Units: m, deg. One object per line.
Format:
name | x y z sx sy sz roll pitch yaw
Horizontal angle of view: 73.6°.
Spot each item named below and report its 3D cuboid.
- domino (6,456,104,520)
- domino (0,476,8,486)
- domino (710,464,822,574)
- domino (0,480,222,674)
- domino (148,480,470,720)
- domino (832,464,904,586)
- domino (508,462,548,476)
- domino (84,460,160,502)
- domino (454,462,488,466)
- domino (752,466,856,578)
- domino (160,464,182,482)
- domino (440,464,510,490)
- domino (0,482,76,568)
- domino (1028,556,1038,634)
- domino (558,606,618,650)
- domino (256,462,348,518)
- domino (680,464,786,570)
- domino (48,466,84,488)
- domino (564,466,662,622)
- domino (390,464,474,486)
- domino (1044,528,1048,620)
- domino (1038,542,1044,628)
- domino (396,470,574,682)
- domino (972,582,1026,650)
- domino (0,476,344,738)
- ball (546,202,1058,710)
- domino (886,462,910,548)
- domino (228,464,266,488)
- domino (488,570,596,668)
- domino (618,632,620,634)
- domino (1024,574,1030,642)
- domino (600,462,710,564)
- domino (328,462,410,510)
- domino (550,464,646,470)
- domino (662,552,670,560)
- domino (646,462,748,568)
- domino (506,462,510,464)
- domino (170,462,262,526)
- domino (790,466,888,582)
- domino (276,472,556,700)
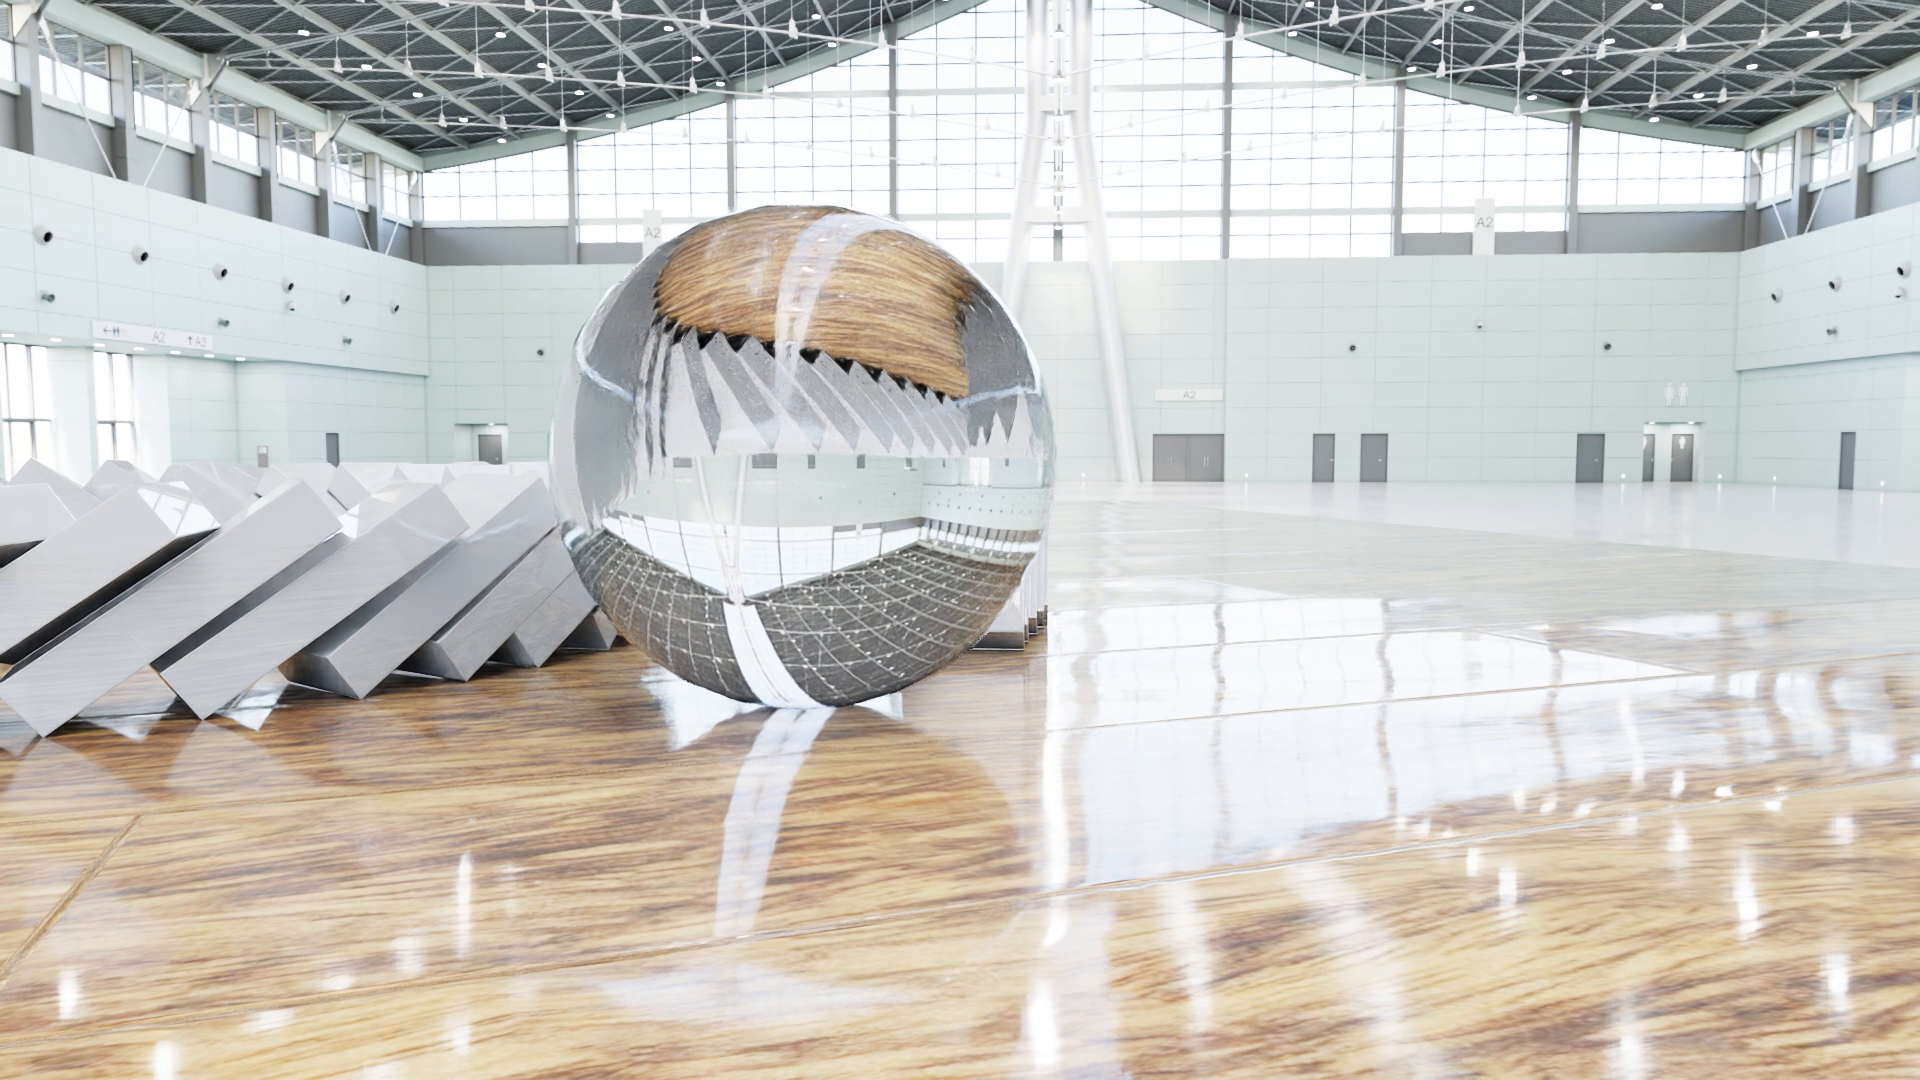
domino | -0.228 -0.003 0.346 0.050 0.009 0.025 41 -20 -27
domino | -0.295 -0.006 0.414 0.025 0.009 0.050 4 -28 45
domino | -0.061 -0.008 0.440 0.025 0.009 0.050 -5 40 -50
domino | -0.139 0.010 0.192 0.050 0.010 0.025 -37 13 -11
domino | -0.111 0.008 0.217 0.050 0.009 0.025 -43 28 -29
domino | -0.019 -0.006 0.403 0.025 0.009 0.050 -3 39 -32
domino | -0.107 -0.003 0.353 0.025 0.010 0.050 -3 41 -30
domino | -0.214 -0.004 0.358 0.050 0.009 0.025 38 -12 -20
domino | -0.164 -0.011 0.476 0.050 0.010 0.025 34 7 2
domino | -0.045 -0.007 0.429 0.025 0.010 0.050 -4 39 -43
domino | -0.253 -0.009 0.451 0.050 0.009 0.025 34 -9 -20
domino | -0.125 -0.003 0.364 0.025 0.009 0.050 -5 41 -48
domino | -0.156 0.011 0.184 0.050 0.009 0.025 -35 7 -1
domino | 0.005 -0.004 0.295 0.025 0.050 0.010 0 -26 4
domino | -0.081 0.003 0.284 0.025 0.010 0.050 1 40 13
domino | -0.179 -0.004 0.379 0.050 0.009 0.025 36 10 7
domino | -0.076 -0.009 0.451 0.050 0.010 0.025 42 27 28
domino | -0.283 -0.008 0.429 0.050 0.009 0.025 37 -17 -31
domino | -0.088 0.000 0.321 0.025 0.009 0.050 0 40 -9
domino | -0.141 -0.004 0.373 0.050 0.009 0.025 42 25 24
domino | 0.009 -0.005 0.317 0.025 0.050 0.010 0 -26 4
domino | 0.008 -0.004 0.306 0.025 0.050 0.009 0 -26 4
domino | -0.090 0.005 0.249 0.025 0.009 0.050 4 41 31
domino | 0.002 -0.002 0.273 0.025 0.050 0.010 0 -26 4
domino | -0.124 0.009 0.204 0.050 0.010 0.025 -41 22 -21
ball | -0.024 -0.013 0.206 0.080 0.080 0.080 0 4 0
domino | -0.005 -0.005 0.388 0.025 0.010 0.050 -1 40 -17
domino | -0.236 -0.010 0.459 0.050 0.009 0.025 33 -5 -15
domino | -0.081 0.004 0.263 0.025 0.010 0.050 3 41 31
domino | -0.084 0.002 0.303 0.025 0.009 0.050 0 39 0
domino | 0.003 -0.003 0.284 0.025 0.050 0.009 0 -26 4
domino | -0.109 -0.010 0.467 0.050 0.010 0.025 38 19 20
domino | -0.159 -0.004 0.378 0.050 0.009 0.025 39 18 17
domino | -0.095 -0.001 0.338 0.025 0.010 0.050 -1 40 -17
domino | -0.126 -0.011 0.473 0.050 0.009 0.025 37 16 17
domino | -0.092 -0.010 0.460 0.050 0.009 0.025 40 24 25
domino | -0.145 -0.011 0.477 0.050 0.010 0.025 36 12 11
domino | -0.198 -0.004 0.368 0.050 0.010 0.025 37 -4 -12
domino | -0.032 -0.006 0.417 0.025 0.009 0.050 -3 39 -39
domino | -0.099 0.007 0.234 0.025 0.010 0.050 4 41 37
